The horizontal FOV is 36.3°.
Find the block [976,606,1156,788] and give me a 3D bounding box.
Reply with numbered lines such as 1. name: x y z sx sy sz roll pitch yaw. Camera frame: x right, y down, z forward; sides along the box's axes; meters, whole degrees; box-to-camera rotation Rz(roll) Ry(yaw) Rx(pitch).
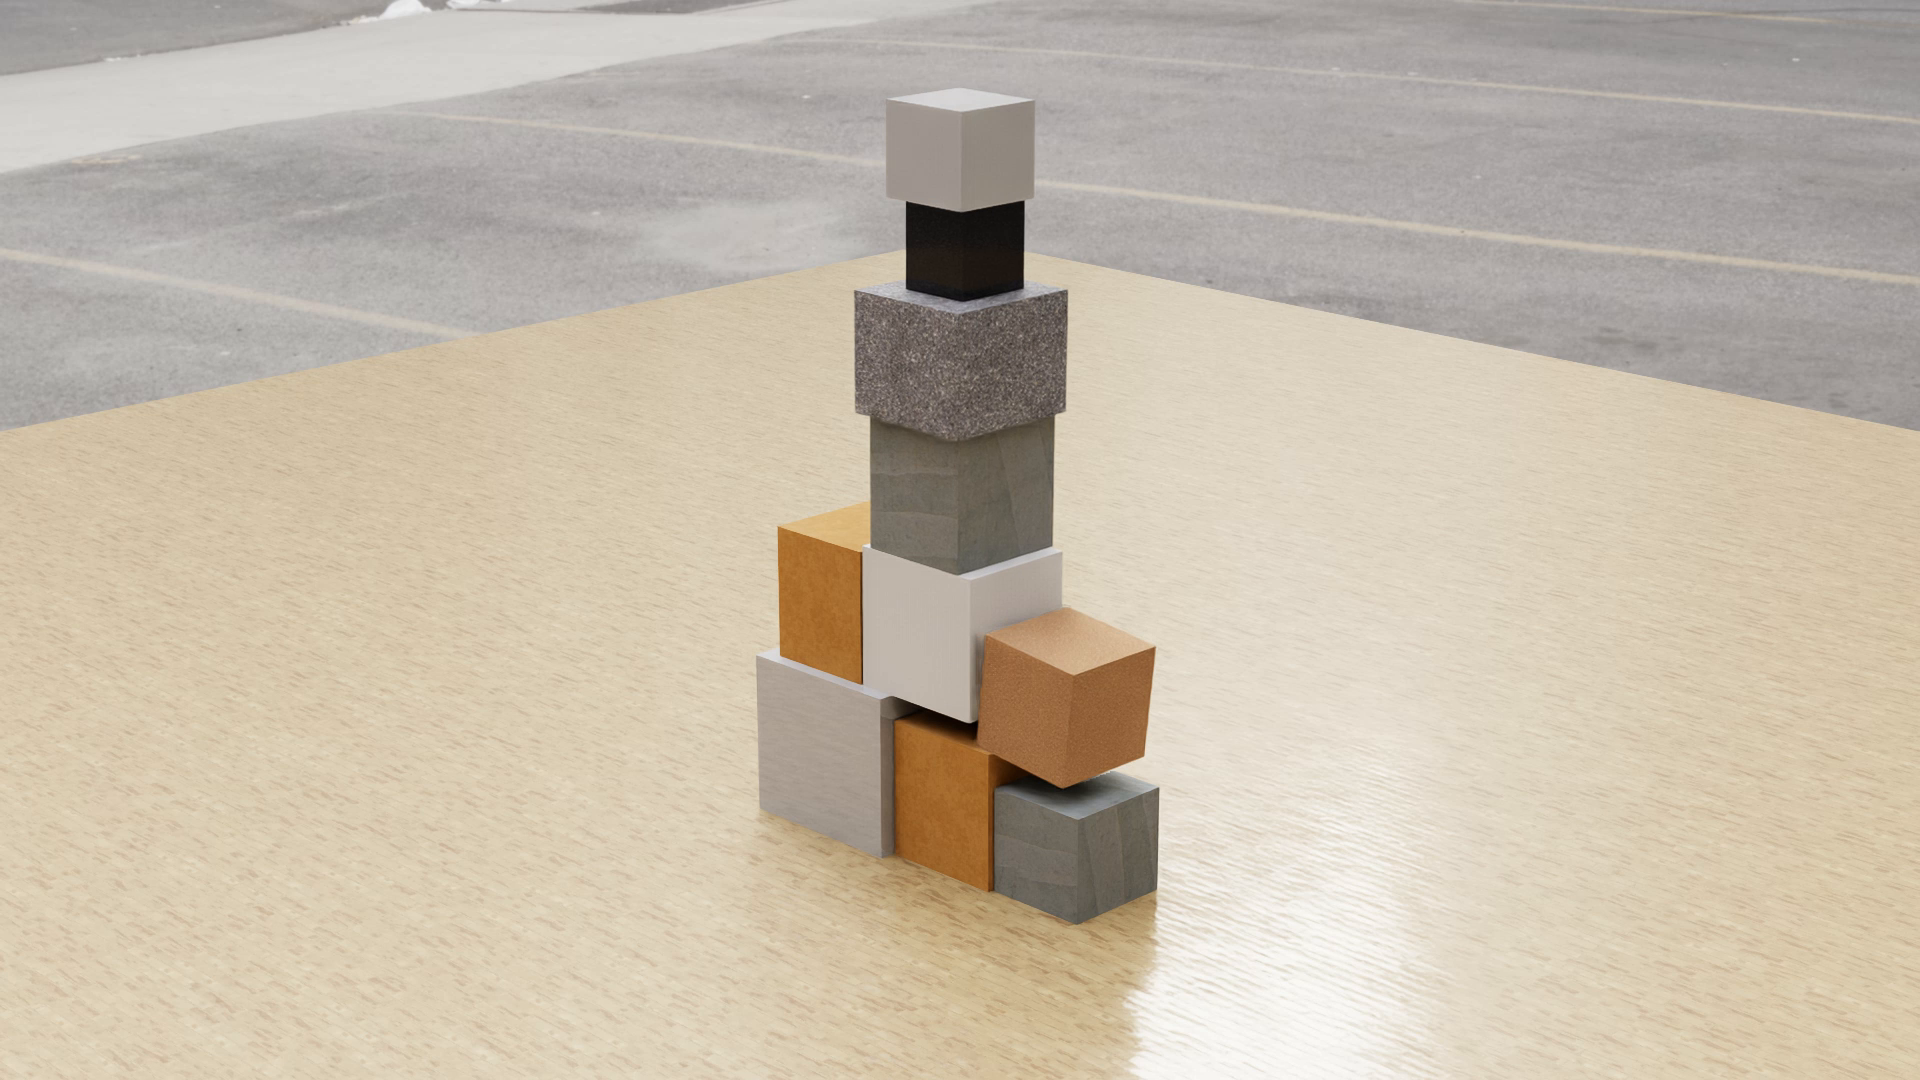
1. block: 0.471 0.695 13.067 0.537 0.544 0.534 -17 30 -42

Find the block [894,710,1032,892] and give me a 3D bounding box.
1. block: 0.132 1.147 13.584 0.620 0.666 0.605 -17 24 -42

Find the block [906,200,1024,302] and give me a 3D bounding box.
1. block: 0.022 -1.309 12.932 0.384 0.413 0.356 -17 24 -42

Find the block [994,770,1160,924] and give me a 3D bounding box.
1. block: 0.525 1.349 13.217 0.538 0.501 0.511 -17 24 -42

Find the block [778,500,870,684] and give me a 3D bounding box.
1. block: -0.436 0.237 13.882 0.627 0.645 0.564 -17 24 -42

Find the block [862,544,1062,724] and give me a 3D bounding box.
1. block: 0.010 0.361 13.440 0.597 0.677 0.691 -17 24 -42

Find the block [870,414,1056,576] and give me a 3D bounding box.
1. block: 0.010 -0.271 13.257 0.616 0.638 0.560 -17 24 -42

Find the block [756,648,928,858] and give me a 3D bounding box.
1. block: -0.392 0.931 14.066 0.784 0.789 0.857 -17 24 -42

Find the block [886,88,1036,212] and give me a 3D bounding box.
1. block: 0.001 -1.705 12.781 0.465 0.432 0.453 17 24 42

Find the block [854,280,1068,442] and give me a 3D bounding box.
1. block: 0.004 -0.840 13.066 0.693 0.563 0.646 -17 24 -42
